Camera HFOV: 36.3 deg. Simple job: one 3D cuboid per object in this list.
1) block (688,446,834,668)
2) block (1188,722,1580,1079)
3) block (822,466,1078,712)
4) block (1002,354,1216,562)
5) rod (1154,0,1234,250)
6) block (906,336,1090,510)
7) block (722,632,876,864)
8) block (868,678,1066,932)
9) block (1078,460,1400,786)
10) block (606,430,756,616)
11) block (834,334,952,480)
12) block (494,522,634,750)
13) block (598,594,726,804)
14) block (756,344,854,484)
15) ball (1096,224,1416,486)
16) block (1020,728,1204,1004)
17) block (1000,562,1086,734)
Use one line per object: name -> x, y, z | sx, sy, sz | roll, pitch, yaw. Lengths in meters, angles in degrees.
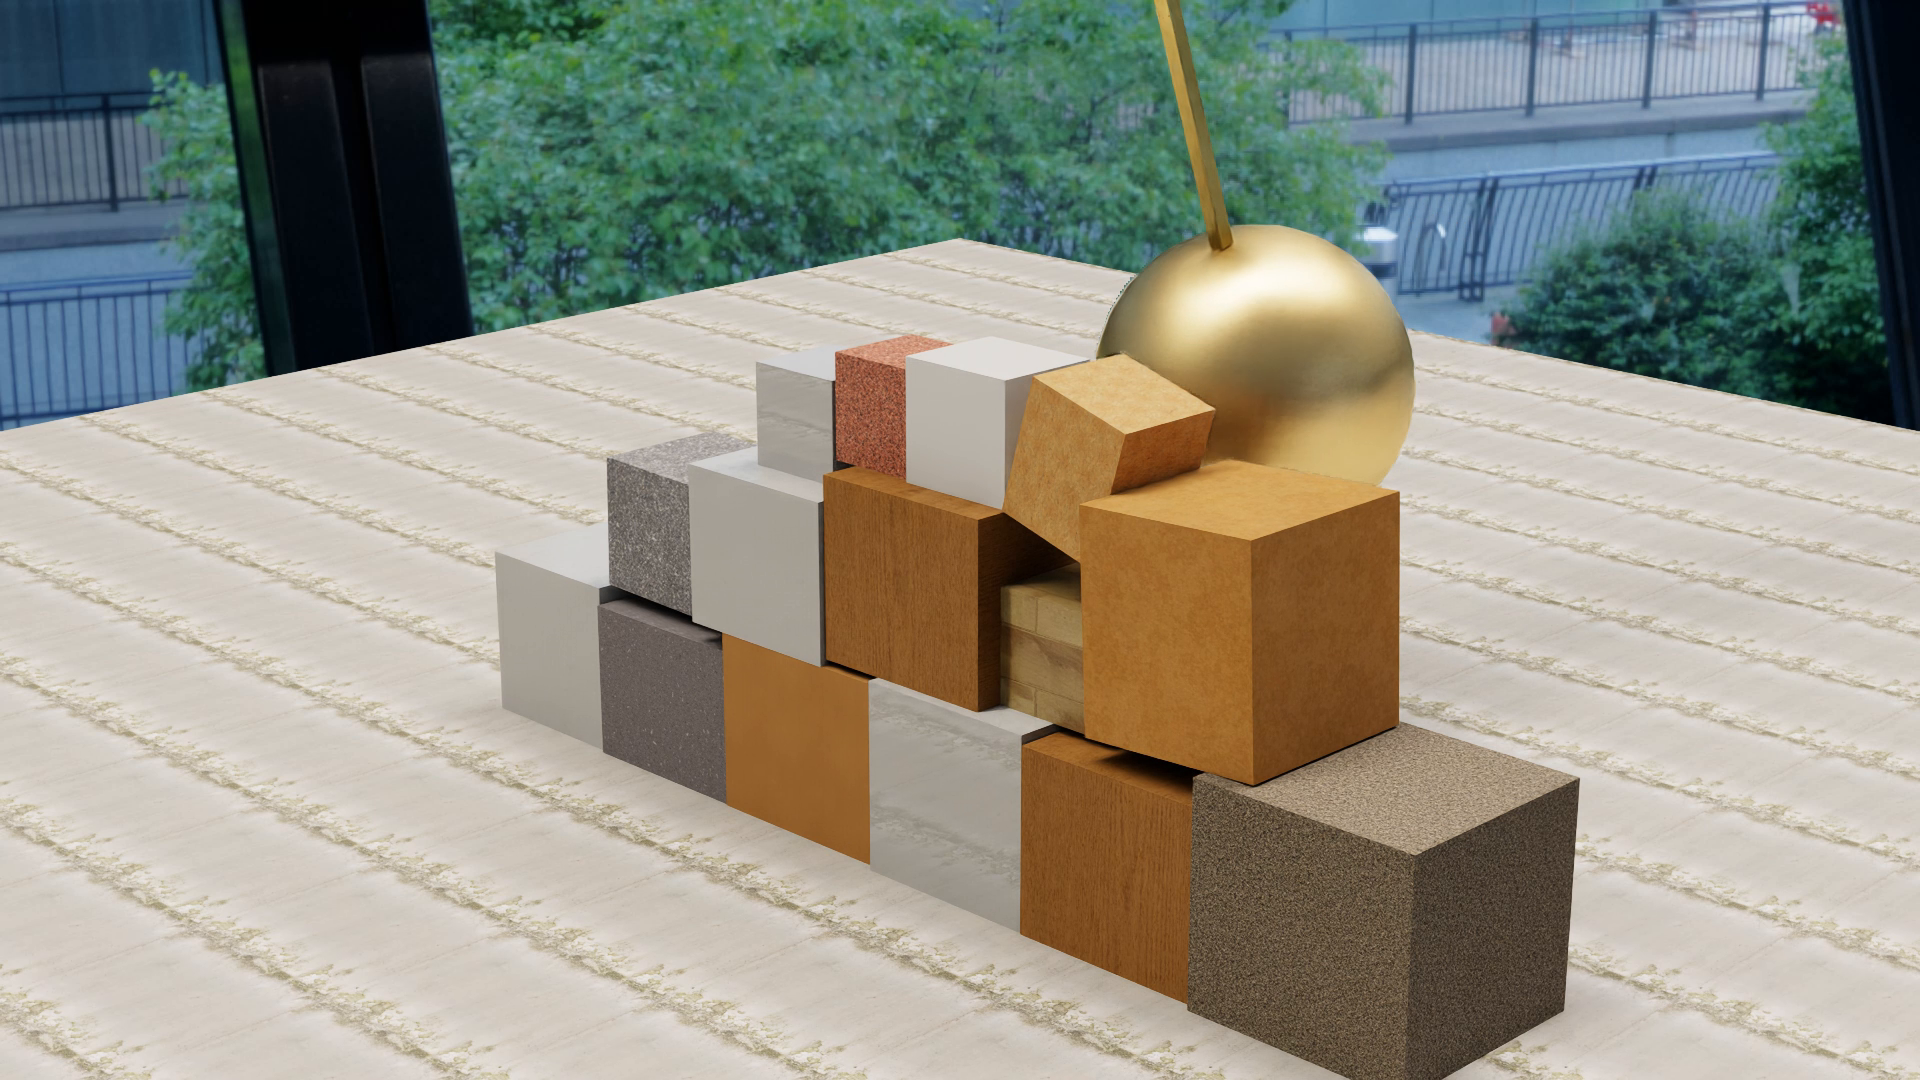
block -> -0.632, 0.012, 14.009 | 0.911, 0.792, 0.944 | 17, 24, 42
block -> 1.722, 1.454, 11.988 | 1.105, 1.038, 1.105 | -17, 24, -42
block -> 0.035, 0.139, 13.333 | 0.866, 0.884, 0.985 | -17, 24, -42
block -> 0.633, -0.342, 12.576 | 0.572, 0.656, 0.550 | -17, 40, -42
rod -> 0.636, -3.569, 12.886 | 0.080, 5.200, 0.080 | 17, 44, 42
block -> 0.167, -0.527, 13.008 | 0.538, 0.582, 0.613 | -17, 24, -42
block -> -0.426, 0.873, 14.078 | 0.953, 0.892, 1.047 | -17, 24, -42
block -> 0.290, 1.071, 13.390 | 1.031, 0.928, 0.956 | -17, 24, -42
block -> 1.171, 0.315, 12.223 | 0.961, 1.016, 0.915 | -17, 21, -42
block -> -1.241, -0.078, 14.602 | 0.771, 0.668, 0.688 | 18, 25, 42
block -> -0.225, -0.612, 13.397 | 0.486, 0.511, 0.486 | -17, 24, -42
block -> -1.808, 0.474, 15.384 | 0.864, 0.872, 0.871 | -17, 24, -42
block -> -1.147, 0.708, 14.776 | 0.927, 0.788, 0.964 | -17, 24, -42
block -> -0.599, -0.592, 13.772 | 0.484, 0.502, 0.524 | -17, 24, -42
ball -> 1.467, -0.774, 14.636 | 1.600, 1.600, 1.600 | 0, 17, 0
block -> 0.967, 1.304, 12.717 | 1.000, 0.886, 0.989 | -17, 24, -42
block -> 0.618, 0.469, 12.842 | 0.606, 0.549, 0.642 | -17, 24, -42
